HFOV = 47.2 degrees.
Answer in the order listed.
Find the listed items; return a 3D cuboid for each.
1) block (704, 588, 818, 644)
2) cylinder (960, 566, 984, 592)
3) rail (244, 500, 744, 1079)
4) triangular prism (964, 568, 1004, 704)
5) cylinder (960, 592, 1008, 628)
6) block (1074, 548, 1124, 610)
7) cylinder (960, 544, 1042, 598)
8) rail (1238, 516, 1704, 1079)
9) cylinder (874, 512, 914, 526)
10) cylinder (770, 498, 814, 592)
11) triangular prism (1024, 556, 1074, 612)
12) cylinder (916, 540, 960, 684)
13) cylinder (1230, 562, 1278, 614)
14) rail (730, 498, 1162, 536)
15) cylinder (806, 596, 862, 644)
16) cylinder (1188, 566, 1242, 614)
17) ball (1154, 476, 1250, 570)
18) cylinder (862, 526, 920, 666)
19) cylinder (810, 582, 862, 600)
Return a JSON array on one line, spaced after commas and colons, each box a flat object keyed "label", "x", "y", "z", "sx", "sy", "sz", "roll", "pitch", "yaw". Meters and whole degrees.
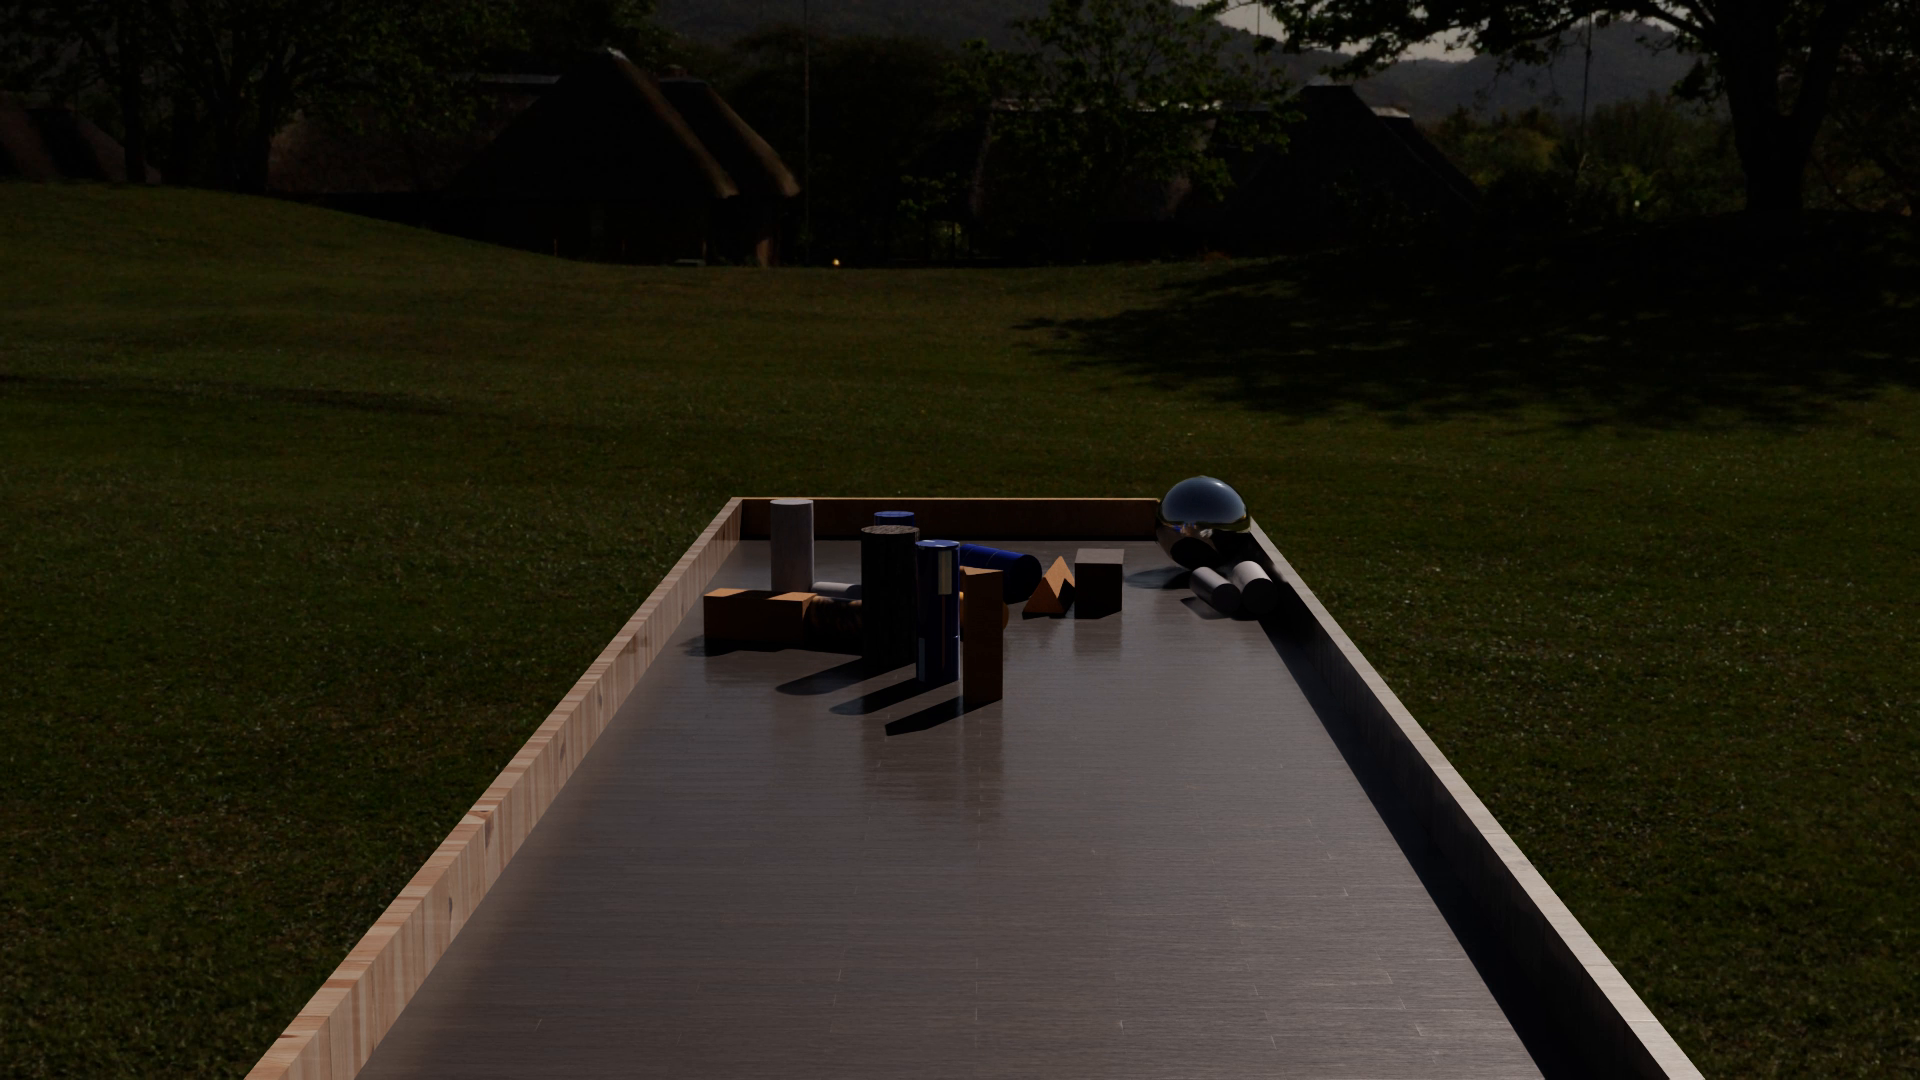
[{"label": "block", "x": -0.638, "y": 0.242, "z": 7.043, "sx": 0.336, "sy": 0.137, "sz": 0.137, "roll": 3, "pitch": 9, "yaw": 16}, {"label": "cylinder", "x": -0.072, "y": 0.136, "z": 7.814, "sx": 0.353, "sy": 0.105, "sz": 0.105, "roll": 6, "pitch": 11, "yaw": 35}, {"label": "rail", "x": -1.004, "y": 0.839, "z": 3.234, "sx": 0.050, "sy": 0.150, "sz": 12.000, "roll": 0, "pitch": 9, "yaw": 1}, {"label": "triangular prism", "x": 0.041, "y": 0.265, "z": 6.171, "sx": 0.121, "sy": 0.366, "sz": 0.105, "roll": -6, "pitch": 11, "yaw": -35}, {"label": "cylinder", "x": -0.018, "y": 0.226, "z": 7.209, "sx": 0.118, "sy": 0.118, "sz": 0.389, "roll": -8, "pitch": 12, "yaw": -43}, {"label": "block", "x": 0.485, "y": 0.135, "z": 7.640, "sx": 0.162, "sy": 0.162, "sz": 0.311, "roll": 1, "pitch": 9, "yaw": 5}, {"label": "cylinder", "x": 0.130, "y": 0.108, "z": 7.835, "sx": 0.154, "sy": 0.154, "sz": 0.320, "roll": -7, "pitch": 12, "yaw": -39}, {"label": "rail", "x": 1.046, "y": 0.843, "z": 3.208, "sx": 0.050, "sy": 0.150, "sz": 12.000, "roll": 0, "pitch": 9, "yaw": 1}, {"label": "cylinder", "x": -0.214, "y": 0.097, "z": 7.214, "sx": 0.131, "sy": 0.370, "sz": 0.131, "roll": 0, "pitch": 9, "yaw": 0}, {"label": "cylinder", "x": -0.548, "y": 0.079, "z": 7.188, "sx": 0.141, "sy": 0.414, "sz": 0.141, "roll": 0, "pitch": 9, "yaw": 0}, {"label": "triangular prism", "x": 0.322, "y": 0.150, "z": 7.653, "sx": 0.139, "sy": 0.121, "sz": 0.436, "roll": 2, "pitch": 9, "yaw": 10}, {"label": "cylinder", "x": -0.065, "y": 0.208, "z": 6.418, "sx": 0.129, "sy": 0.401, "sz": 0.129, "roll": 0, "pitch": 9, "yaw": 0}, {"label": "cylinder", "x": 1.014, "y": 0.162, "z": 7.588, "sx": 0.125, "sy": 0.125, "sz": 0.343, "roll": 0, "pitch": 9, "yaw": 0}, {"label": "rail", "x": 0.099, "y": -0.098, "z": 9.147, "sx": 2.100, "sy": 0.150, "sz": 0.050, "roll": 0, "pitch": 9, "yaw": 1}, {"label": "cylinder", "x": -0.276, "y": 0.260, "z": 6.932, "sx": 0.404, "sy": 0.137, "sz": 0.137, "roll": 4, "pitch": 10, "yaw": 25}, {"label": "cylinder", "x": 0.878, "y": 0.172, "z": 7.588, "sx": 0.106, "sy": 0.106, "sz": 0.329, "roll": -1, "pitch": 9, "yaw": -7}, {"label": "ball", "x": 0.911, "y": -0.063, "z": 8.267, "sx": 0.358, "sy": 0.358, "sz": 0.358, "roll": 0, "pitch": 9, "yaw": 0}, {"label": "cylinder", "x": -0.211, "y": 0.166, "z": 6.678, "sx": 0.177, "sy": 0.401, "sz": 0.177, "roll": 0, "pitch": 9, "yaw": 0}, {"label": "cylinder", "x": -0.319, "y": 0.222, "z": 7.123, "sx": 0.319, "sy": 0.152, "sz": 0.152, "roll": 4, "pitch": 10, "yaw": 24}]
